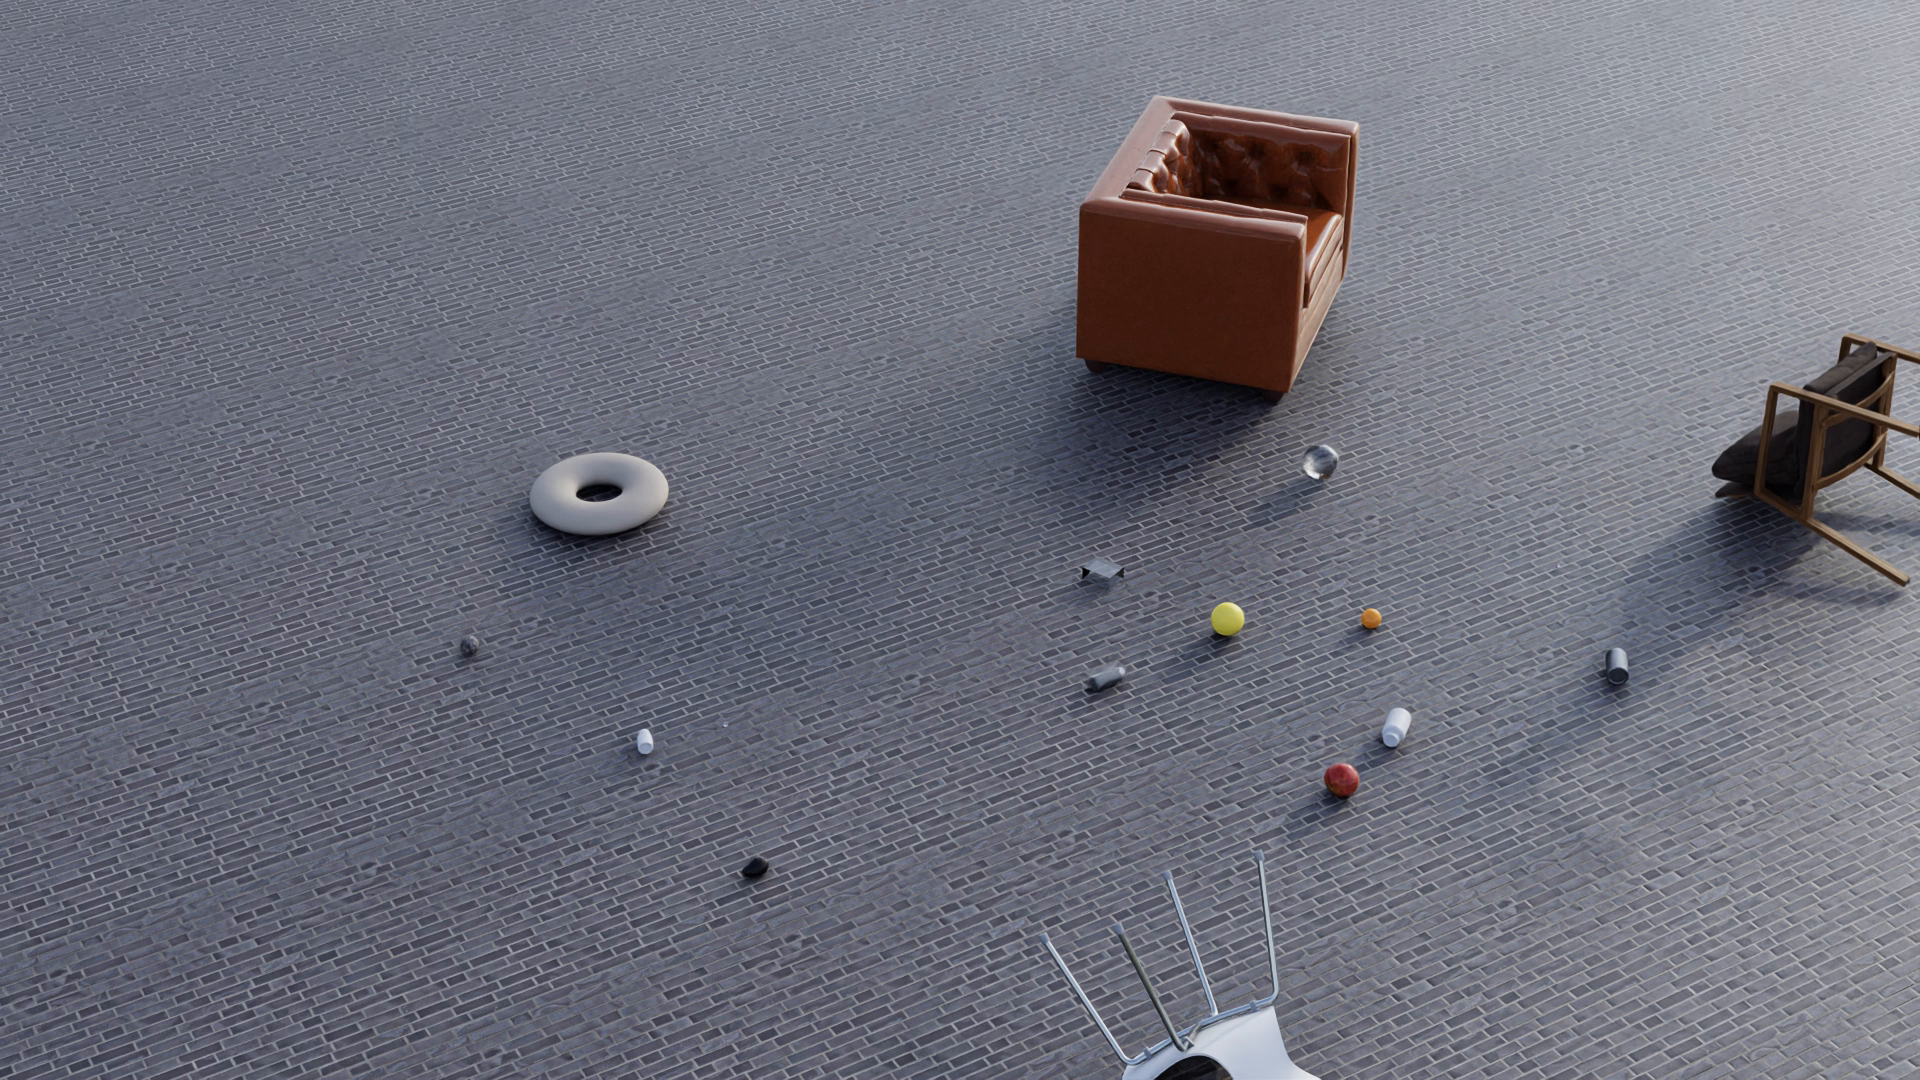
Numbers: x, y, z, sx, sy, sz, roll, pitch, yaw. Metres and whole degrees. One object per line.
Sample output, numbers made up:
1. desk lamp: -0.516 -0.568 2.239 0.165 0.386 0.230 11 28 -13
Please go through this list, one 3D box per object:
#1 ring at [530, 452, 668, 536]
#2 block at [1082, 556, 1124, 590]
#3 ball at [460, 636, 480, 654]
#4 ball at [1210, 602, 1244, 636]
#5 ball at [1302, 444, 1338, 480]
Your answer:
1. ring: -1.370 -0.177 11.126 0.529 0.097 0.527 17 37 24
2. block: 0.523 0.120 10.716 0.120 0.051 0.093 22 40 30
3. ball: -1.727 0.370 10.322 0.067 0.067 0.067 0 33 0
4. ball: 0.950 0.281 10.410 0.119 0.119 0.119 0 33 0
5. ball: 1.387 -0.301 11.277 0.136 0.136 0.136 0 33 0
